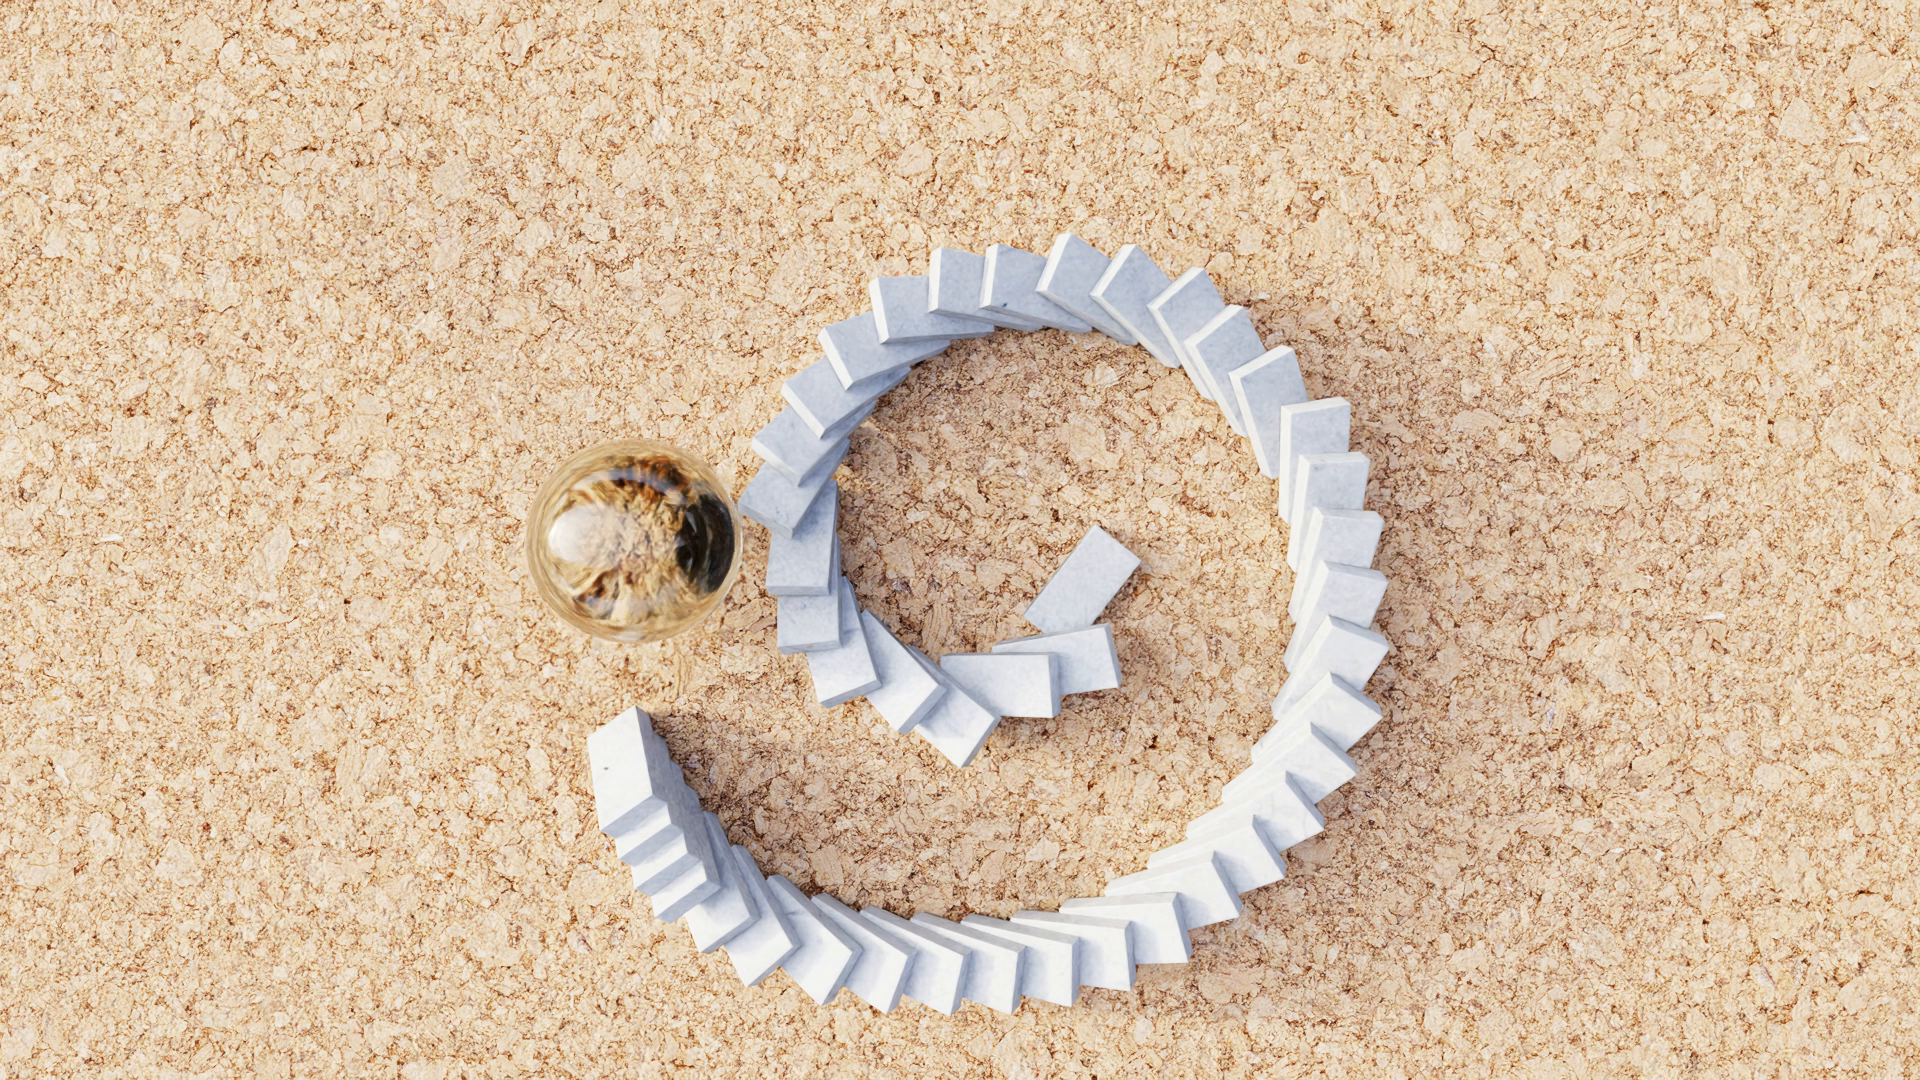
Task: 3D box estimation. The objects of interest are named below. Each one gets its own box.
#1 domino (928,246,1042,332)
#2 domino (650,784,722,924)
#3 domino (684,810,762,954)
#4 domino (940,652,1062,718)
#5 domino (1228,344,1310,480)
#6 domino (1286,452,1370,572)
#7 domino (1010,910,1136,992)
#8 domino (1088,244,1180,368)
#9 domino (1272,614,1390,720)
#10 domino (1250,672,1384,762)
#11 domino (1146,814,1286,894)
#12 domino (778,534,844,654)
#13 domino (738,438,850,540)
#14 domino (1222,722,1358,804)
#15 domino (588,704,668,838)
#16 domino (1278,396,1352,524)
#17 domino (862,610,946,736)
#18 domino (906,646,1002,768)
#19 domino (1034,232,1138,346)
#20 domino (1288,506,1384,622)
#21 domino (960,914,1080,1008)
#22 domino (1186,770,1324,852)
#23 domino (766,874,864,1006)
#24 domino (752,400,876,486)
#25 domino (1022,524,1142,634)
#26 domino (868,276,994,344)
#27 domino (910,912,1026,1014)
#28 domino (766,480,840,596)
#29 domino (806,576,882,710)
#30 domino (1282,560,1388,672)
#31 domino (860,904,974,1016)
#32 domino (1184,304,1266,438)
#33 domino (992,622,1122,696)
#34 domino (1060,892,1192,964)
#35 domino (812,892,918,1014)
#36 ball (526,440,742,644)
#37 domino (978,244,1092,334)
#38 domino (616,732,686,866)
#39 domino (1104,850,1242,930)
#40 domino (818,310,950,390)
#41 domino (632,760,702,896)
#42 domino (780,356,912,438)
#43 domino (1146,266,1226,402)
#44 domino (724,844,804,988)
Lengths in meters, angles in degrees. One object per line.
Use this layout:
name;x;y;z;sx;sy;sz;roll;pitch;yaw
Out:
domino;0.012;-0.104;0.384;0.050;0.009;0.025;4;90;-27
domino;-0.117;0.128;0.379;0.025;0.050;0.009;-36;134;0
domino;-0.105;0.142;0.383;0.025;0.009;0.050;-36;60;0
domino;0.017;0.060;0.384;0.050;0.010;0.025;-4;90;28
domino;0.133;-0.053;0.385;0.025;0.010;0.050;-28;117;0
domino;0.154;-0.011;0.384;0.025;0.010;0.050;-3;117;0
domino;0.047;0.171;0.385;0.050;0.009;0.025;-6;90;26
domino;0.080;-0.097;0.384;0.050;0.009;0.025;35;90;-27
domino;0.155;0.058;0.385;0.025;0.009;0.050;21;117;0
domino;0.149;0.081;0.384;0.025;0.009;0.050;34;117;0
domino;0.107;0.137;0.385;0.050;0.010;0.025;-32;90;26
domino;-0.063;0.022;0.384;0.025;0.009;0.050;-6;62;2
domino;-0.069;-0.027;0.384;0.025;0.010;0.050;28;61;1
domino;0.137;0.101;0.385;0.025;0.009;0.050;42;117;0
domino;-0.138;0.095;0.379;0.025;0.050;0.009;-35;134;0
domino;0.148;-0.033;0.384;0.025;0.009;0.050;-9;117;0
domino;-0.031;0.055;0.383;0.025;0.010;0.050;-48;58;0
domino;-0.010;0.069;0.385;0.050;0.010;0.025;36;96;23
domino;0.058;-0.104;0.384;0.050;0.010;0.025;23;90;-27
domino;0.157;0.012;0.385;0.025;0.009;0.050;4;117;0
domino;0.025;0.176;0.385;0.050;0.009;0.025;1;90;26
domino;0.123;0.120;0.385;0.050;0.010;0.025;-39;90;26
domino;-0.067;0.167;0.384;0.050;0.010;0.025;31;90;27
domino;-0.061;-0.048;0.384;0.025;0.009;0.050;40;62;0
domino;0.052;0.021;0.395;0.025;0.010;0.050;38;90;0
domino;-0.011;-0.097;0.384;0.050;0.010;0.025;-11;90;-28
domino;0.002;0.177;0.385;0.050;0.009;0.025;6;90;26
domino;-0.065;-0.001;0.384;0.025;0.009;0.050;1;62;0
domino;-0.052;0.042;0.383;0.025;0.009;0.050;-22;60;2
domino;0.157;0.035;0.385;0.025;0.009;0.050;11;116;0
domino;-0.021;0.176;0.385;0.050;0.010;0.025;12;90;26
domino;0.117;-0.070;0.385;0.025;0.009;0.050;-39;117;0
domino;0.041;0.052;0.385;0.050;0.010;0.025;-12;93;23
domino;0.069;0.163;0.384;0.050;0.009;0.025;-15;90;27
domino;-0.044;0.172;0.385;0.050;0.010;0.025;21;90;26
ball;-0.126;0.001;0.360;0.080;0.080;0.080;0;90;0
domino;0.034;-0.105;0.384;0.050;0.009;0.025;7;90;-27
domino;-0.131;0.106;0.379;0.025;0.050;0.010;-34;134;0
domino;0.089;0.150;0.385;0.050;0.010;0.025;-28;90;26
domino;-0.031;-0.084;0.384;0.050;0.009;0.025;-27;90;-28
domino;-0.124;0.117;0.379;0.025;0.050;0.010;-34;134;0
domino;-0.047;-0.067;0.384;0.050;0.010;0.025;-40;90;-28
domino;0.102;-0.086;0.385;0.025;0.009;0.050;-40;117;0
domino;-0.090;0.157;0.384;0.025;0.010;0.050;-41;63;0
